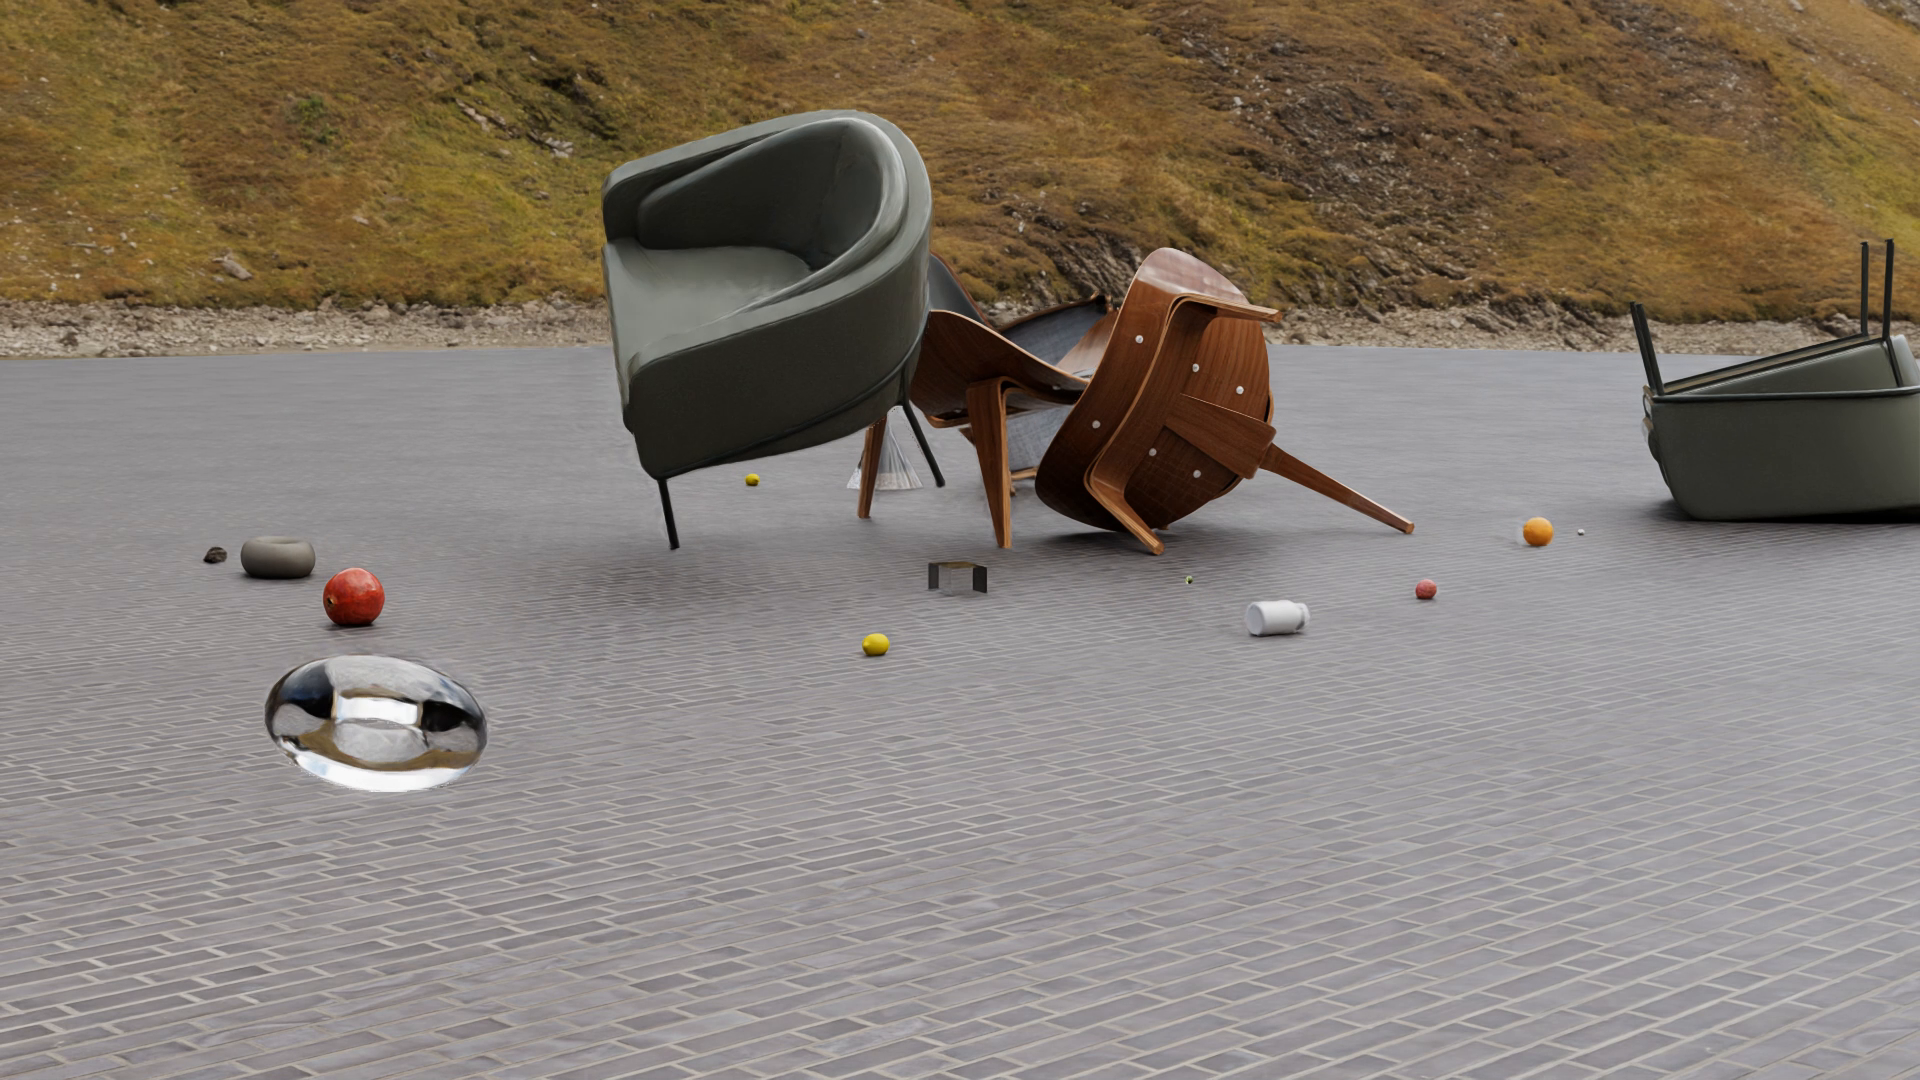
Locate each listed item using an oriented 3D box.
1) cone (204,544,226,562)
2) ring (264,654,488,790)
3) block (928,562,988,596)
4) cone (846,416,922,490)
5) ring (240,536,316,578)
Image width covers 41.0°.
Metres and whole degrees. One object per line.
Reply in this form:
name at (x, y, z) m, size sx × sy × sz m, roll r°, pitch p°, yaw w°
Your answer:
cone at (-1.734, 0.040, 5.934) m, size 0.050 × 0.036 × 0.065 m, roll 17°, pitch -38°, yaw -26°
ring at (-0.742, 0.233, 3.268) m, size 0.281 × 0.186 × 0.097 m, roll 11°, pitch 36°, yaw -16°
block at (-0.005, 0.080, 5.368) m, size 0.081 × 0.055 × 0.125 m, roll -2°, pitch 6°, yaw -23°
cone at (-0.236, -0.279, 8.026) m, size 0.248 × 0.223 × 0.230 m, roll -3°, pitch 7°, yaw -28°
ring at (-1.507, 0.038, 5.670) m, size 0.155 × 0.077 × 0.235 m, roll -2°, pitch 7°, yaw -28°
